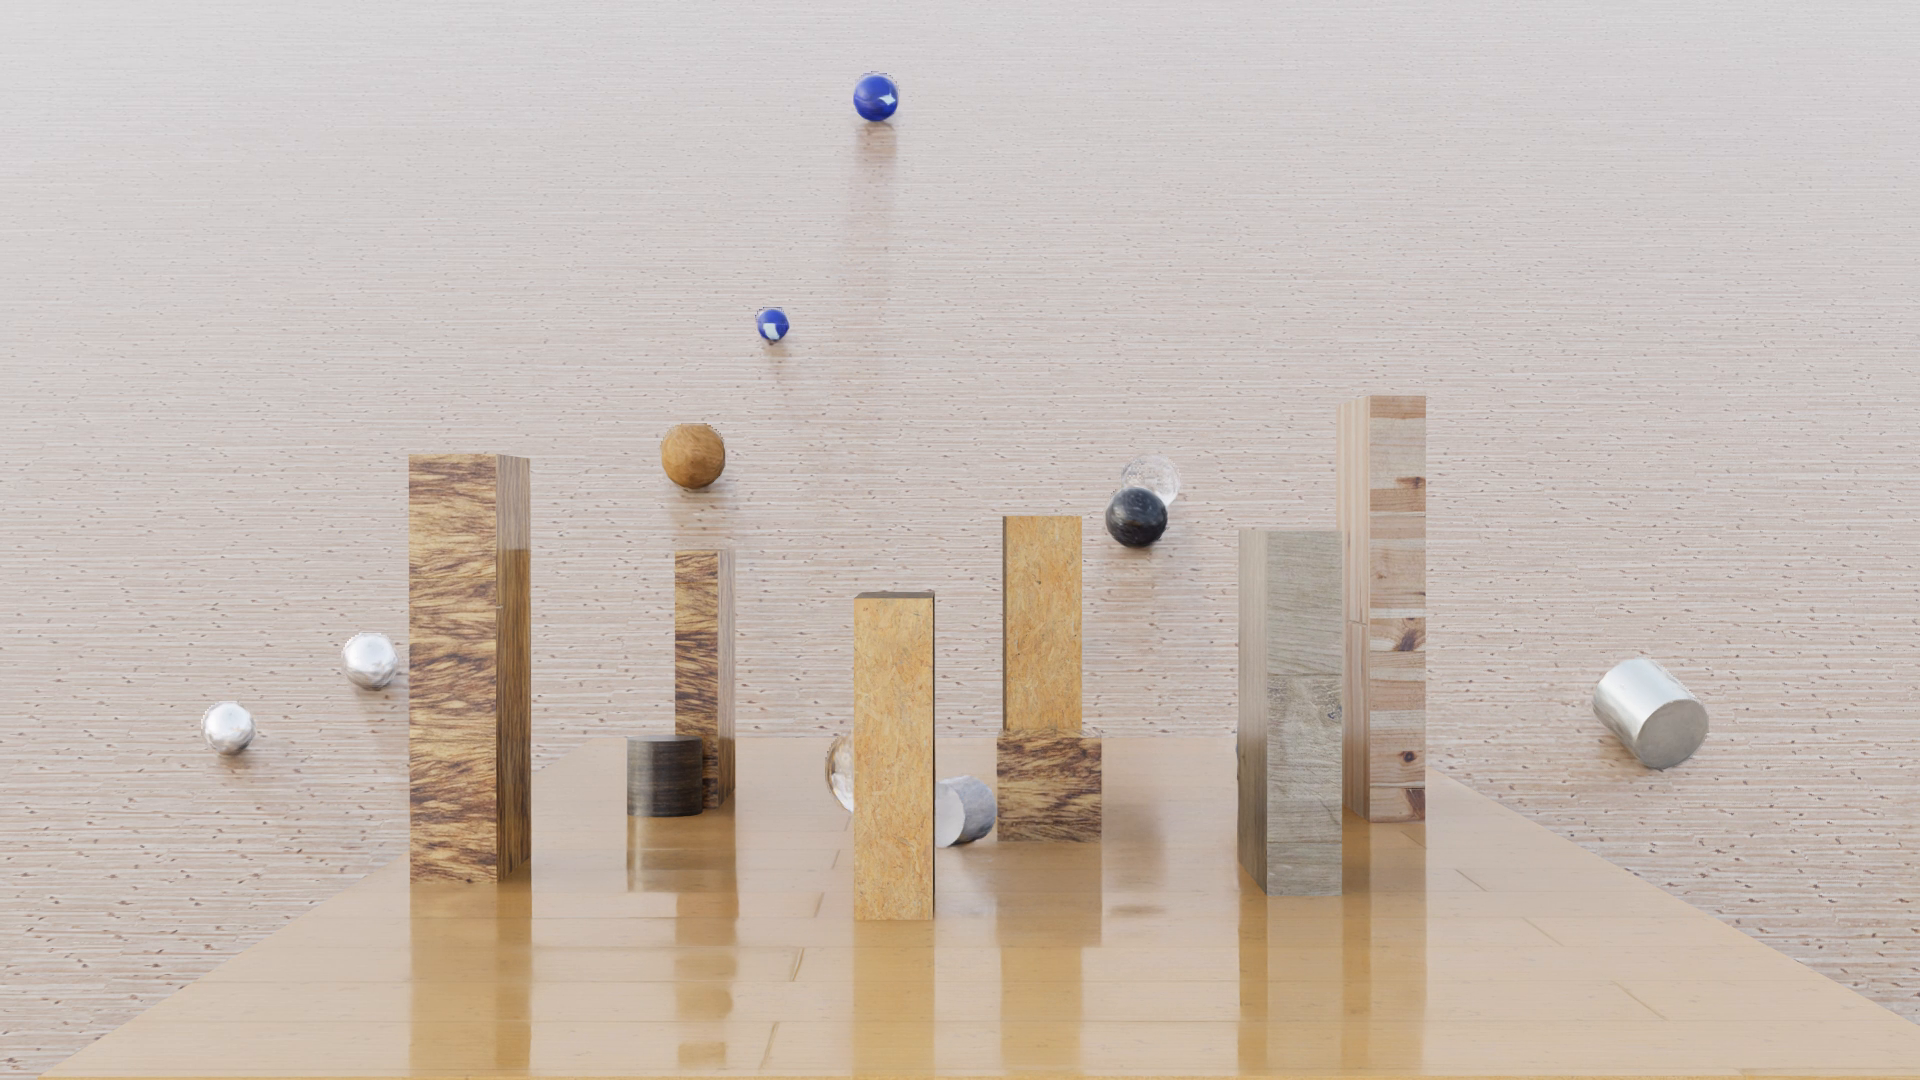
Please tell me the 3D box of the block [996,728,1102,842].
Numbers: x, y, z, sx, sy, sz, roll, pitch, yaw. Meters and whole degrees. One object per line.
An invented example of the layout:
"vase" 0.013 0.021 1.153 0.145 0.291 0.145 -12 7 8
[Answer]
"block" 0.160 0.434 4.585 0.182 0.182 0.182 0 1 3

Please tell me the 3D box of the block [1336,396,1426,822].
"block" 0.808 0.126 4.984 0.103 0.790 0.423 0 1 0

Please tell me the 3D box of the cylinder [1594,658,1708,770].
"cylinder" 1.786 0.449 6.689 0.209 0.209 0.209 -9 30 -16

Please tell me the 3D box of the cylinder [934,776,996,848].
"cylinder" -0.013 0.469 4.463 0.114 0.114 0.114 17 9 28

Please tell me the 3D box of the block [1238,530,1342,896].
"block" 0.514 0.257 4.053 0.112 0.545 0.396 0 1 0

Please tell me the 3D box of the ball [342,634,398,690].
"ball" -1.590 0.329 6.975 0.147 0.147 0.147 0 28 0

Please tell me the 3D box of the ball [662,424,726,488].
"ball" -0.825 -0.258 8.003 0.200 0.200 0.200 0 28 0

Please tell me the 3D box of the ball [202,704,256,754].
"ball" -1.894 0.489 6.698 0.131 0.131 0.131 0 28 0

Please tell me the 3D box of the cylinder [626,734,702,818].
"cylinder" -0.565 0.450 4.944 0.144 0.144 0.144 0 1 0

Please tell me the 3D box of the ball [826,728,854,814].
"ball" -0.160 0.434 4.840 0.178 0.178 0.178 0 28 0

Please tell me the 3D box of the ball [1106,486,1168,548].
"ball" 0.523 -0.068 7.669 0.184 0.184 0.184 0 28 0

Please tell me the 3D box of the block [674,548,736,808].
"block" -0.512 0.270 5.212 0.083 0.500 0.398 0 1 0

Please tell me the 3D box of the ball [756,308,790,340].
"ball" -0.652 -0.750 9.002 0.113 0.113 0.113 0 28 0

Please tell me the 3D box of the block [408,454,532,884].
"block" -0.783 0.198 4.150 0.134 0.664 0.326 0 1 0

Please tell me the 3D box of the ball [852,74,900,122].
"ball" -0.357 -1.881 10.997 0.199 0.199 0.199 0 28 0

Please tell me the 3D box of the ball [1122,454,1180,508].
"ball" 0.580 -0.172 7.869 0.177 0.177 0.177 0 28 0

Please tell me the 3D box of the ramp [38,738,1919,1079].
"ramp" 0.064 0.575 4.618 2.000 0.100 4.000 0 1 0

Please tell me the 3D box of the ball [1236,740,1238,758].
"ball" 0.655 0.426 5.259 0.185 0.185 0.185 0 28 0

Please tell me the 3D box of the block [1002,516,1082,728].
"block" 0.152 0.238 4.899 0.136 0.567 0.441 0 1 0

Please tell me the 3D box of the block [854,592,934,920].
"block" -0.094 0.307 3.786 0.111 0.452 0.314 0 1 0
